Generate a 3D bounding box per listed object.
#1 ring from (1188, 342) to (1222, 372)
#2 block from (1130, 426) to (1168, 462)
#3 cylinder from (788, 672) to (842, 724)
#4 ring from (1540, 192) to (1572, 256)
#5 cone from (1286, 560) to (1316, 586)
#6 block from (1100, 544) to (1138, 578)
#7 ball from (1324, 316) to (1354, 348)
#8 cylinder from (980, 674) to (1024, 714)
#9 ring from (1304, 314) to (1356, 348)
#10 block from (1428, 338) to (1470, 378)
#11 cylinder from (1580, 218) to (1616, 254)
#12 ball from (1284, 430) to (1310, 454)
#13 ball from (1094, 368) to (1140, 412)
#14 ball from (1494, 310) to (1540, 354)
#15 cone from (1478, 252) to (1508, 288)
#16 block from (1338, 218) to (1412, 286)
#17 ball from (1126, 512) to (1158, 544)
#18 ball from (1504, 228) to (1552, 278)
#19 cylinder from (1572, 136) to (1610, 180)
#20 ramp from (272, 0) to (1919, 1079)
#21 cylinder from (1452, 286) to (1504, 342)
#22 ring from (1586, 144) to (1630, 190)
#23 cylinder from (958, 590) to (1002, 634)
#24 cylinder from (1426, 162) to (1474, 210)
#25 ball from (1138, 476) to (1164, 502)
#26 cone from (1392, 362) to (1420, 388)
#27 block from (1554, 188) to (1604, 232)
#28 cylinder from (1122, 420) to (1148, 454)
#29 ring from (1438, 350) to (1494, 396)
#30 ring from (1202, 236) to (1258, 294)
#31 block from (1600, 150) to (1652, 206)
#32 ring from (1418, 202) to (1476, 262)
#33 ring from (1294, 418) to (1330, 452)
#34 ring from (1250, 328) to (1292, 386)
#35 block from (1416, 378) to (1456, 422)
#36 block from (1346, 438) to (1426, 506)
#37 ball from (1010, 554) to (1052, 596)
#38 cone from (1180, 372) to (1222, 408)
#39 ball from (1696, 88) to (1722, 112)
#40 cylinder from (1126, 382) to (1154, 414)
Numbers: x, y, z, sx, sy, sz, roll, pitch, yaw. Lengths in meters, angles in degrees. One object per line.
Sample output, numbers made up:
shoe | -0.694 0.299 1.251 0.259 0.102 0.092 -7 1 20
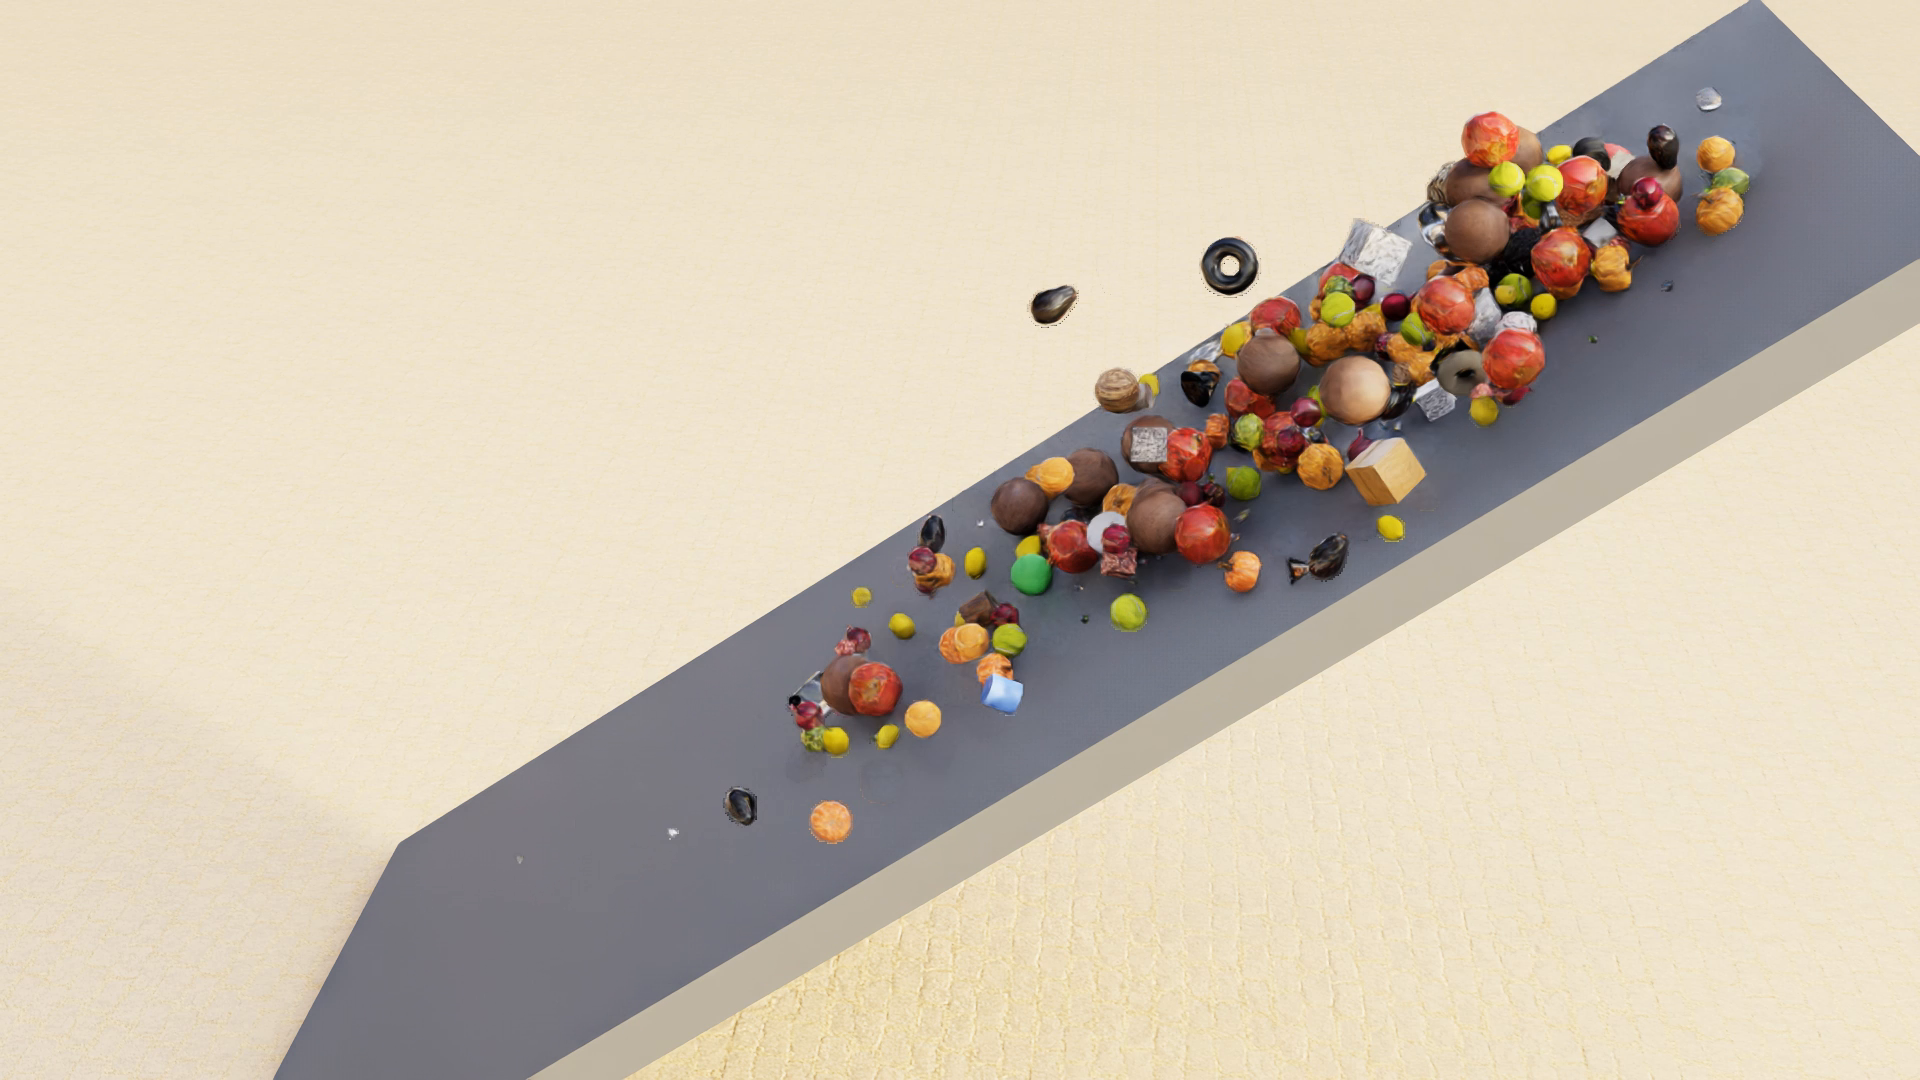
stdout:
ring | 0.576 -0.431 6.913 0.092 0.031 0.092 -34 14 10
block | 0.375 -0.190 5.853 0.069 0.069 0.069 1 1 0
cylinder | -0.315 0.344 6.395 0.081 0.081 0.081 16 45 35
ring | 1.219 -0.646 6.017 0.044 0.131 0.131 -6 21 0
cone | 0.627 0.052 5.367 0.052 0.052 0.052 -17 22 -1
block | 0.319 0.043 5.888 0.054 0.054 0.054 11 -13 -16
ball | 0.821 -0.450 6.362 0.066 0.066 0.066 0 21 0
cylinder | 0.079 0.288 5.521 0.060 0.060 0.060 21 18 -12
ring | 0.812 -0.458 6.452 0.121 0.040 0.121 -24 15 7
block | 0.960 -0.342 5.715 0.061 0.061 0.061 -36 12 47
cylinder | 1.274 -0.607 5.870 0.053 0.053 0.053 -47 35 -8
ball | 0.682 -0.199 5.948 0.050 0.050 0.050 0 21 0
ball | 0.340 -0.323 6.354 0.097 0.097 0.097 0 21 0
ball | 1.069 -0.398 5.647 0.084 0.084 0.084 0 21 0
cone | 1.096 -0.574 6.135 0.070 0.070 0.070 -31 13 8
block | 0.809 -0.562 5.736 0.090 0.090 0.090 22 8 -19
ball | 0.373 -0.026 6.066 0.068 0.068 0.068 0 21 0
ball | 1.157 -0.585 5.990 0.099 0.099 0.099 0 21 0
cylinder | 1.273 -0.769 5.930 0.065 0.065 0.065 0 34 1
ramp | 0.137 0.172 6.302 4.000 0.100 2.000 -32 16 15
cylinder | 1.015 -0.440 5.737 0.079 0.079 0.079 -32 7 5
ring | 1.347 -0.774 6.108 0.114 0.114 0.038 6 47 15
cylinder | 0.044 0.151 6.240 0.067 0.067 0.067 -35 18 11
cylinder | 1.017 -0.734 6.102 0.077 0.077 0.077 -5 -20 -14
ball | 0.408 -0.108 6.260 0.055 0.055 0.055 0 21 0
cone | 0.881 -0.318 5.839 0.056 0.056 0.056 7 26 17
block | 1.251 -0.665 5.934 0.059 0.059 0.059 -21 -6 -36
cylinder | 0.398 -0.230 6.637 0.060 0.060 0.060 4 25 9
ring | 0.954 -0.315 5.557 0.106 0.106 0.035 0 46 1
ring | 0.543 -0.552 5.918 0.117 0.117 0.039 6 8 16
block | 1.347 -0.731 5.961 0.071 0.071 0.071 -44 50 -19
ring | 1.000 -0.633 6.038 0.144 0.048 0.144 26 40 -25
ring | 0.688 -0.206 5.751 0.028 0.083 0.083 -48 30 0
ring | 0.661 -0.386 6.233 0.045 0.134 0.134 -22 9 29
block | 0.915 -0.272 5.658 0.055 0.055 0.055 -29 16 22
block | 0.787 -0.126 5.435 0.087 0.087 0.087 -43 17 -24
ball | 0.151 0.073 6.208 0.089 0.089 0.089 0 21 0
cone | 0.563 -0.361 6.647 0.092 0.092 0.092 -32 35 -28
ball | 1.577 -0.926 6.192 0.053 0.053 0.053 0 21 0
cylinder | 0.398 -0.319 6.602 0.059 0.059 0.059 -11 17 20
